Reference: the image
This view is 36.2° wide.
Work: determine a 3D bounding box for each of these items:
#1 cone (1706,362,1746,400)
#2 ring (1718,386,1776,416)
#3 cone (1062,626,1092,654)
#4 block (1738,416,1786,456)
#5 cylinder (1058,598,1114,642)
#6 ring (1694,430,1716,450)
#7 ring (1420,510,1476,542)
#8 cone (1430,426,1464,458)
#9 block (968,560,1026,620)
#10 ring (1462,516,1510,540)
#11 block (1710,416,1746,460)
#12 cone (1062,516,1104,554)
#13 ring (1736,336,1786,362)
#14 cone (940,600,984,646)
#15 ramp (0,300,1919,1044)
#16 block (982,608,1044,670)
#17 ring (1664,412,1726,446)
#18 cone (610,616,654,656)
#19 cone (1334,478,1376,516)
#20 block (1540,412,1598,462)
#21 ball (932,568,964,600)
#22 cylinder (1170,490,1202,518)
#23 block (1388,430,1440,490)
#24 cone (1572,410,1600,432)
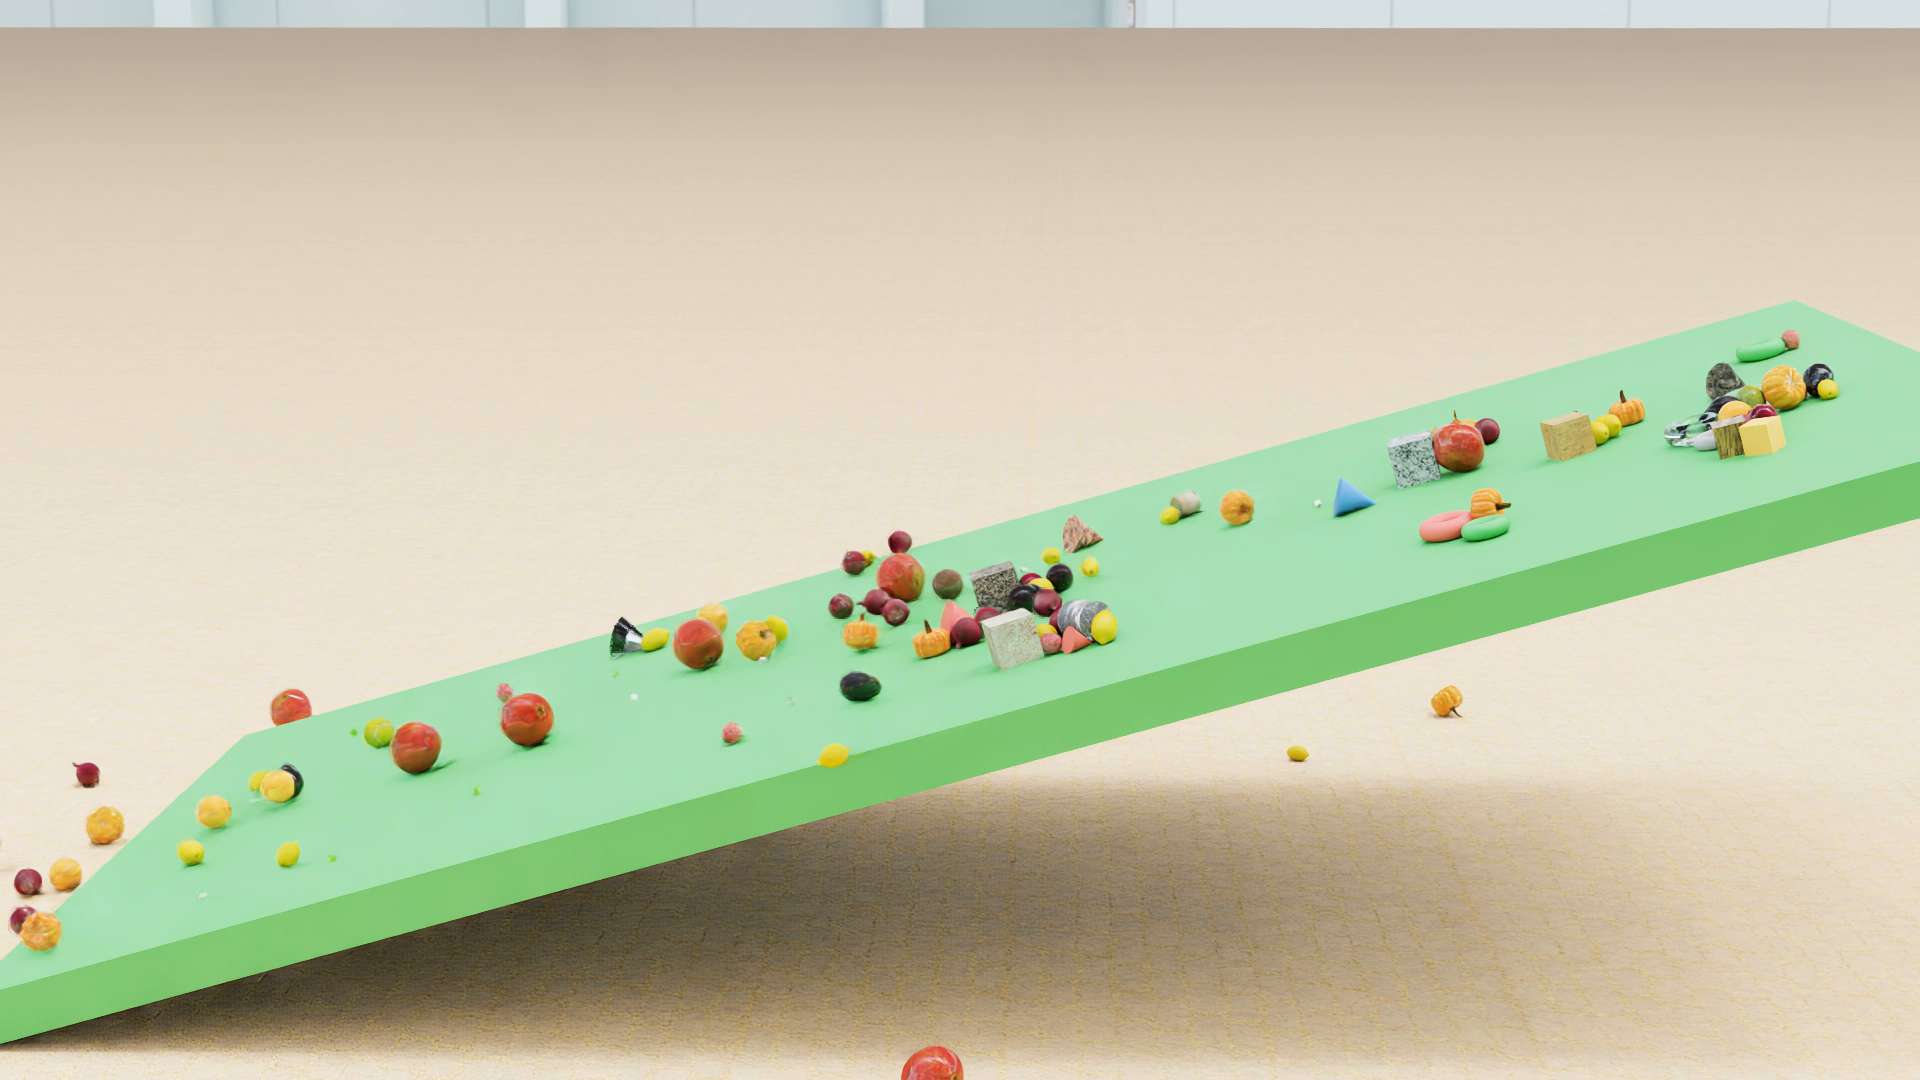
[{"bbox_3d":[1.642,-0.329,6.235,0.084,0.084,0.084,11,4,-29],"label":"cone"},{"bbox_3d":[1.613,-0.285,6.030,0.119,0.040,0.119,-17,11,3],"label":"ring"},{"bbox_3d":[0.233,0.196,5.666,0.054,0.054,0.054,8,7,-23],"label":"cone"},{"bbox_3d":[1.534,-0.199,5.622,0.058,0.058,0.058,-7,14,44],"label":"block"},{"bbox_3d":[0.243,0.156,5.712,0.079,0.079,0.079,-7,12,-32],"label":"cylinder"},{"bbox_3d":[1.486,-0.198,5.789,0.083,0.028,0.083,-15,11,3],"label":"ring"},{"bbox_3d":[0.945,-0.026,5.694,0.114,0.038,0.114,-15,10,3],"label":"ring"},{"bbox_3d":[1.075,-0.203,6.475,0.080,0.080,0.080,16,16,20],"label":"cone"},{"bbox_3d":[0.080,0.108,6.211,0.093,0.093,0.093,-17,10,-1],"label":"block"},{"bbox_3d":[1.001,-0.023,5.602,0.094,0.031,0.094,-16,9,2],"label":"ring"},{"bbox_3d":[1.490,-0.198,5.680,0.062,0.062,0.062,-14,10,13],"label":"block"},{"bbox_3d":[0.291,-0.008,6.670,0.087,0.087,0.087,8,6,-24],"label":"cone"},{"bbox_3d":[1.783,-0.425,6.549,0.109,0.036,0.109,-15,10,3],"label":"ring"},{"bbox_3d":[0.019,0.179,6.059,0.098,0.098,0.098,9,8,-15],"label":"cone"},{"bbox_3d":[0.089,0.188,6.322,4.000,0.100,2.000,-16,10,5],"label":"ramp"},{"bbox_3d":[0.102,0.192,5.714,0.088,0.088,0.088,-18,10,-8],"label":"block"},{"bbox_3d":[1.476,-0.221,5.893,0.131,0.044,0.131,-16,8,2],"label":"ring"},{"bbox_3d":[-0.770,0.242,7.017,0.098,0.098,0.098,14,14,13],"label":"cone"},{"bbox_3d":[0.837,-0.083,6.194,0.083,0.083,0.083,10,11,0],"label":"cone"},{"bbox_3d":[1.263,-0.215,6.107,0.078,0.078,0.078,-18,10,-10],"label":"block"},{"bbox_3d":[-0.027,0.098,6.511,0.070,0.070,0.070,0,11,0],"label":"ball"},{"bbox_3d":[0.512,-0.081,6.676,0.051,0.051,0.051,-21,20,-28],"label":"cylinder"},{"bbox_3d":[0.973,-0.173,6.306,0.093,0.093,0.093,-14,10,12],"label":"block"},{"bbox_3d":[1.335,-0.240,6.273,0.065,0.065,0.065,11,11,2],"label":"cone"}]
